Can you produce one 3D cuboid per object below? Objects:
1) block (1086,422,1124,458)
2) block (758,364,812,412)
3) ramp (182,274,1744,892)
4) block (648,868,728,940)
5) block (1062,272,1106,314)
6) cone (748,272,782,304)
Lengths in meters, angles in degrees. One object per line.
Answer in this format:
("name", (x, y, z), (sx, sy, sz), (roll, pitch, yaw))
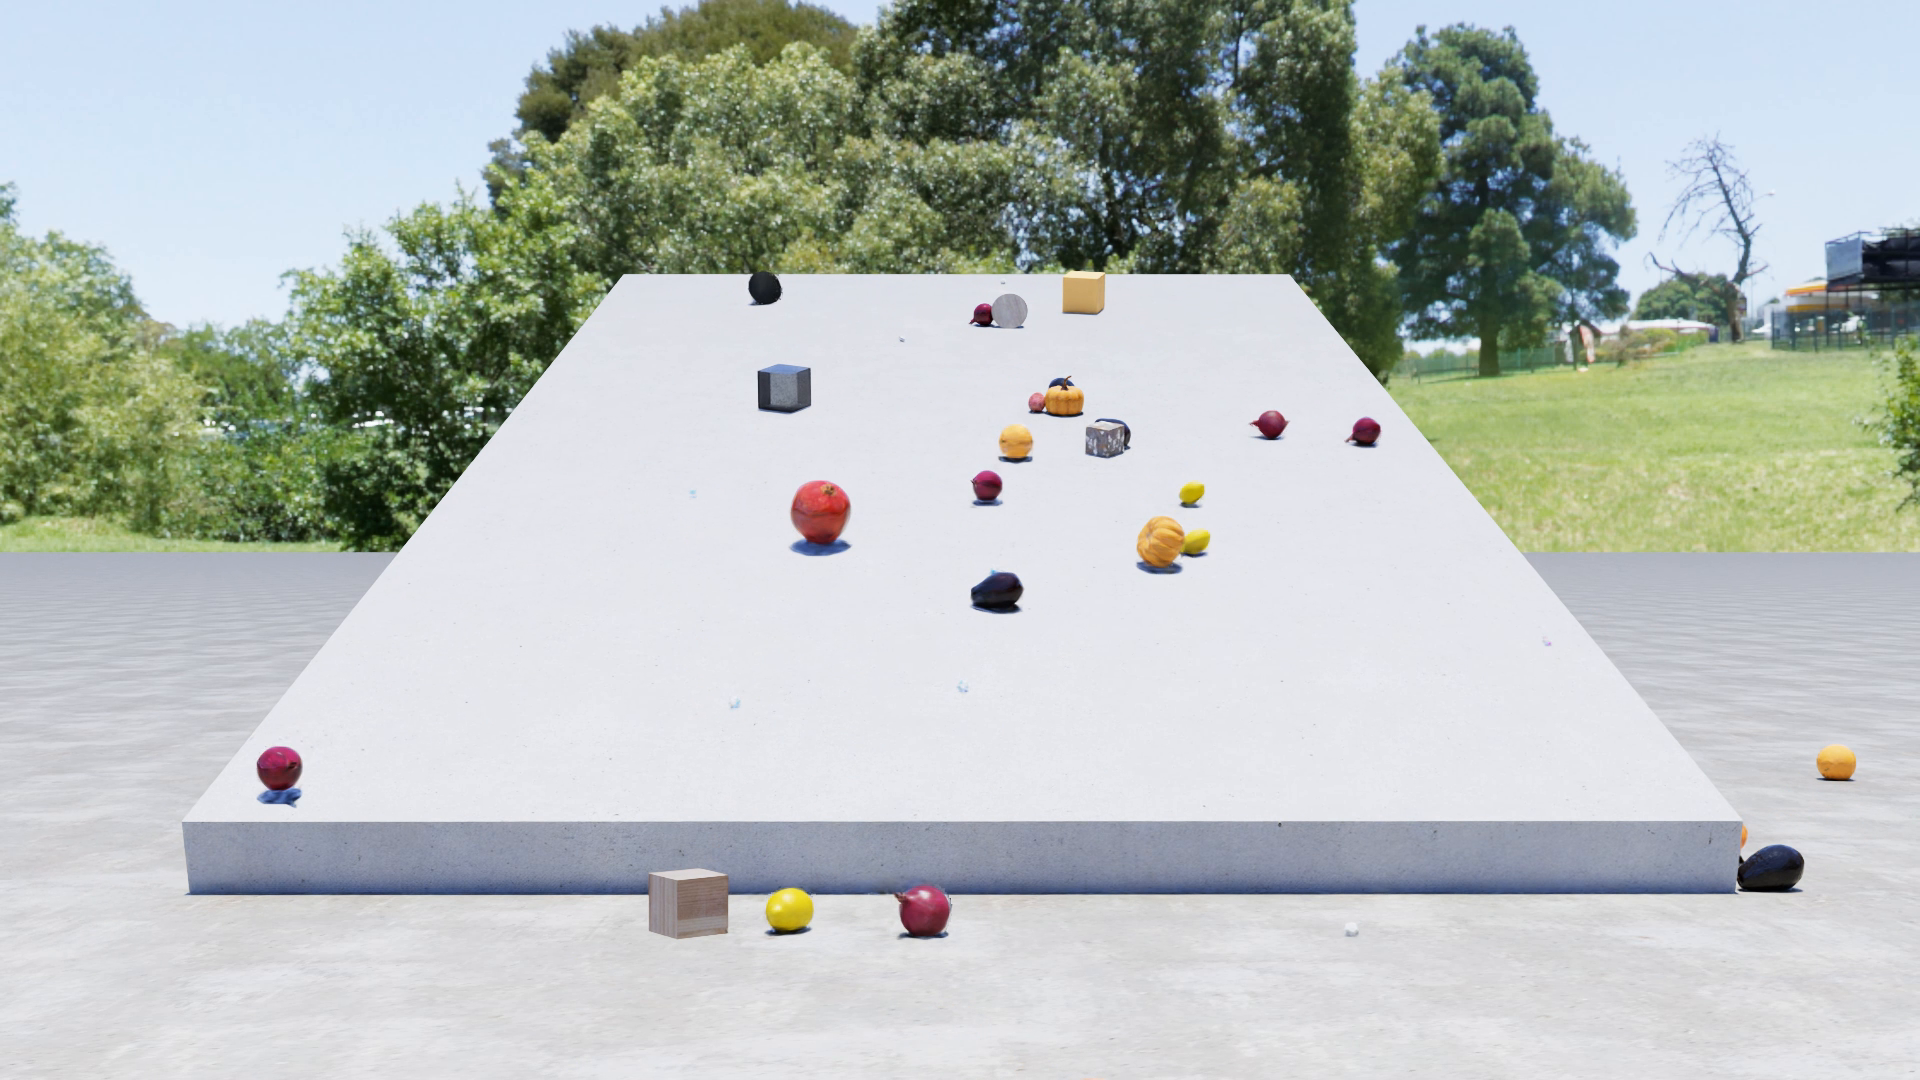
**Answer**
("block", (0.302, -0.210, 4.628), (0.058, 0.058, 0.058), (13, 21, 36))
("block", (-0.397, -0.343, 5.015), (0.087, 0.087, 0.087), (9, 19, 27))
("ramp", (-0.003, -0.171, 4.771), (2.000, 0.100, 4.000), (0, 17, 0))
("block", (-0.315, 0.421, 2.575), (0.067, 0.067, 0.067), (0, 0, -37))
("block", (0.342, -0.683, 6.124), (0.097, 0.097, 0.097), (5, 17, 15))
("cone", (-0.565, -0.695, 6.252), (0.098, 0.098, 0.098), (0, -11, -24))
